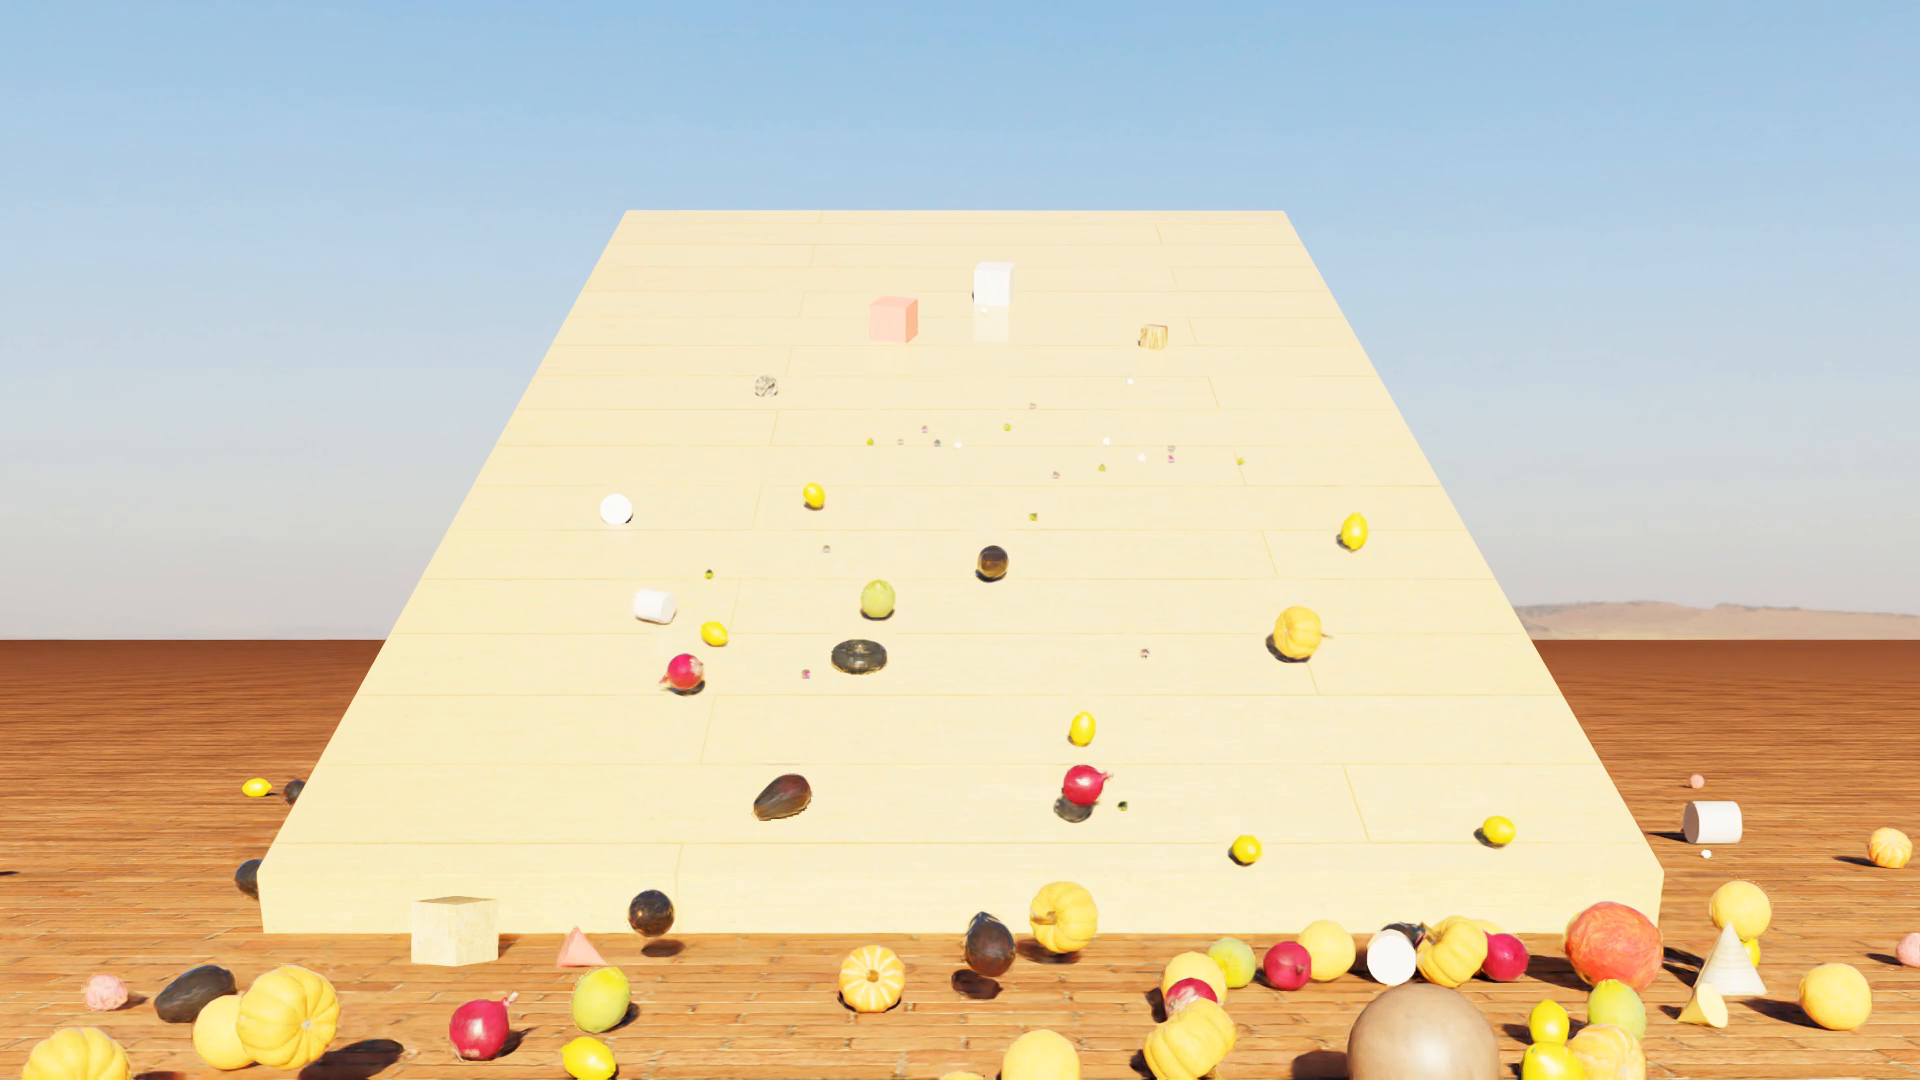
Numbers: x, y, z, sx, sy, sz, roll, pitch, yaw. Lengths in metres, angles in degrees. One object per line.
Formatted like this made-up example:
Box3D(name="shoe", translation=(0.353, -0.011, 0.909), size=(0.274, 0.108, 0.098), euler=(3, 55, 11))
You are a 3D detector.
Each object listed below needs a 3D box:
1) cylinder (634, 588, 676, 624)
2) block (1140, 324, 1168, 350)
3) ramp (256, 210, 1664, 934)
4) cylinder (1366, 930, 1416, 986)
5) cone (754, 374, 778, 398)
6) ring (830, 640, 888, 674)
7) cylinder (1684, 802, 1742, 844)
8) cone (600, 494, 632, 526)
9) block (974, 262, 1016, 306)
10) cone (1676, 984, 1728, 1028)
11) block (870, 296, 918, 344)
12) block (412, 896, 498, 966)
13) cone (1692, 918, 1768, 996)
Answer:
Box3D(name="cylinder", translation=(-0.541, 0.116, 4.059), size=(0.055, 0.055, 0.055), euler=(10, 1, 19))
Box3D(name="block", translation=(0.478, -0.500, 5.638), size=(0.051, 0.051, 0.051), euler=(11, 24, 25))
Box3D(name="ramp", translation=(-0.006, -0.219, 5.132), size=(2.000, 0.100, 4.000), euler=(0, 22, 0))
Box3D(name="cylinder", translation=(0.534, 0.516, 2.836), size=(0.060, 0.060, 0.060), euler=(0, -1, 10))
Box3D(name="cone", translation=(-0.448, -0.351, 5.297), size=(0.053, 0.053, 0.053), euler=(0, -5, -5))
Box3D(name="ring", translation=(-0.171, 0.198, 3.901), size=(0.098, 0.033, 0.098), euler=(1, 22, 0))
Box3D(name="cylinder", translation=(1.538, 0.578, 4.681), size=(0.087, 0.087, 0.087), euler=(0, -2, -4))
Box3D(name="cone", translation=(-0.680, -0.057, 4.548), size=(0.062, 0.062, 0.062), euler=(0, -5, -3))
Box3D(name="block", translation=(0.091, -0.672, 6.015), size=(0.093, 0.093, 0.093), euler=(4, 22, 10))
Box3D(name="cone", translation=(0.810, 0.523, 2.529), size=(0.050, 0.050, 0.050), euler=(2, -30, -42))
Box3D(name="block", translation=(-0.164, -0.548, 5.698), size=(0.094, 0.094, 0.094), euler=(7, 23, 17))
Box3D(name="block", translation=(-0.665, 0.514, 3.018), size=(0.079, 0.079, 0.079), euler=(-1, -3, 32))
Box3D(name="cone", translation=(0.929, 0.500, 2.765), size=(0.087, 0.087, 0.087), euler=(0, -2, 0))
